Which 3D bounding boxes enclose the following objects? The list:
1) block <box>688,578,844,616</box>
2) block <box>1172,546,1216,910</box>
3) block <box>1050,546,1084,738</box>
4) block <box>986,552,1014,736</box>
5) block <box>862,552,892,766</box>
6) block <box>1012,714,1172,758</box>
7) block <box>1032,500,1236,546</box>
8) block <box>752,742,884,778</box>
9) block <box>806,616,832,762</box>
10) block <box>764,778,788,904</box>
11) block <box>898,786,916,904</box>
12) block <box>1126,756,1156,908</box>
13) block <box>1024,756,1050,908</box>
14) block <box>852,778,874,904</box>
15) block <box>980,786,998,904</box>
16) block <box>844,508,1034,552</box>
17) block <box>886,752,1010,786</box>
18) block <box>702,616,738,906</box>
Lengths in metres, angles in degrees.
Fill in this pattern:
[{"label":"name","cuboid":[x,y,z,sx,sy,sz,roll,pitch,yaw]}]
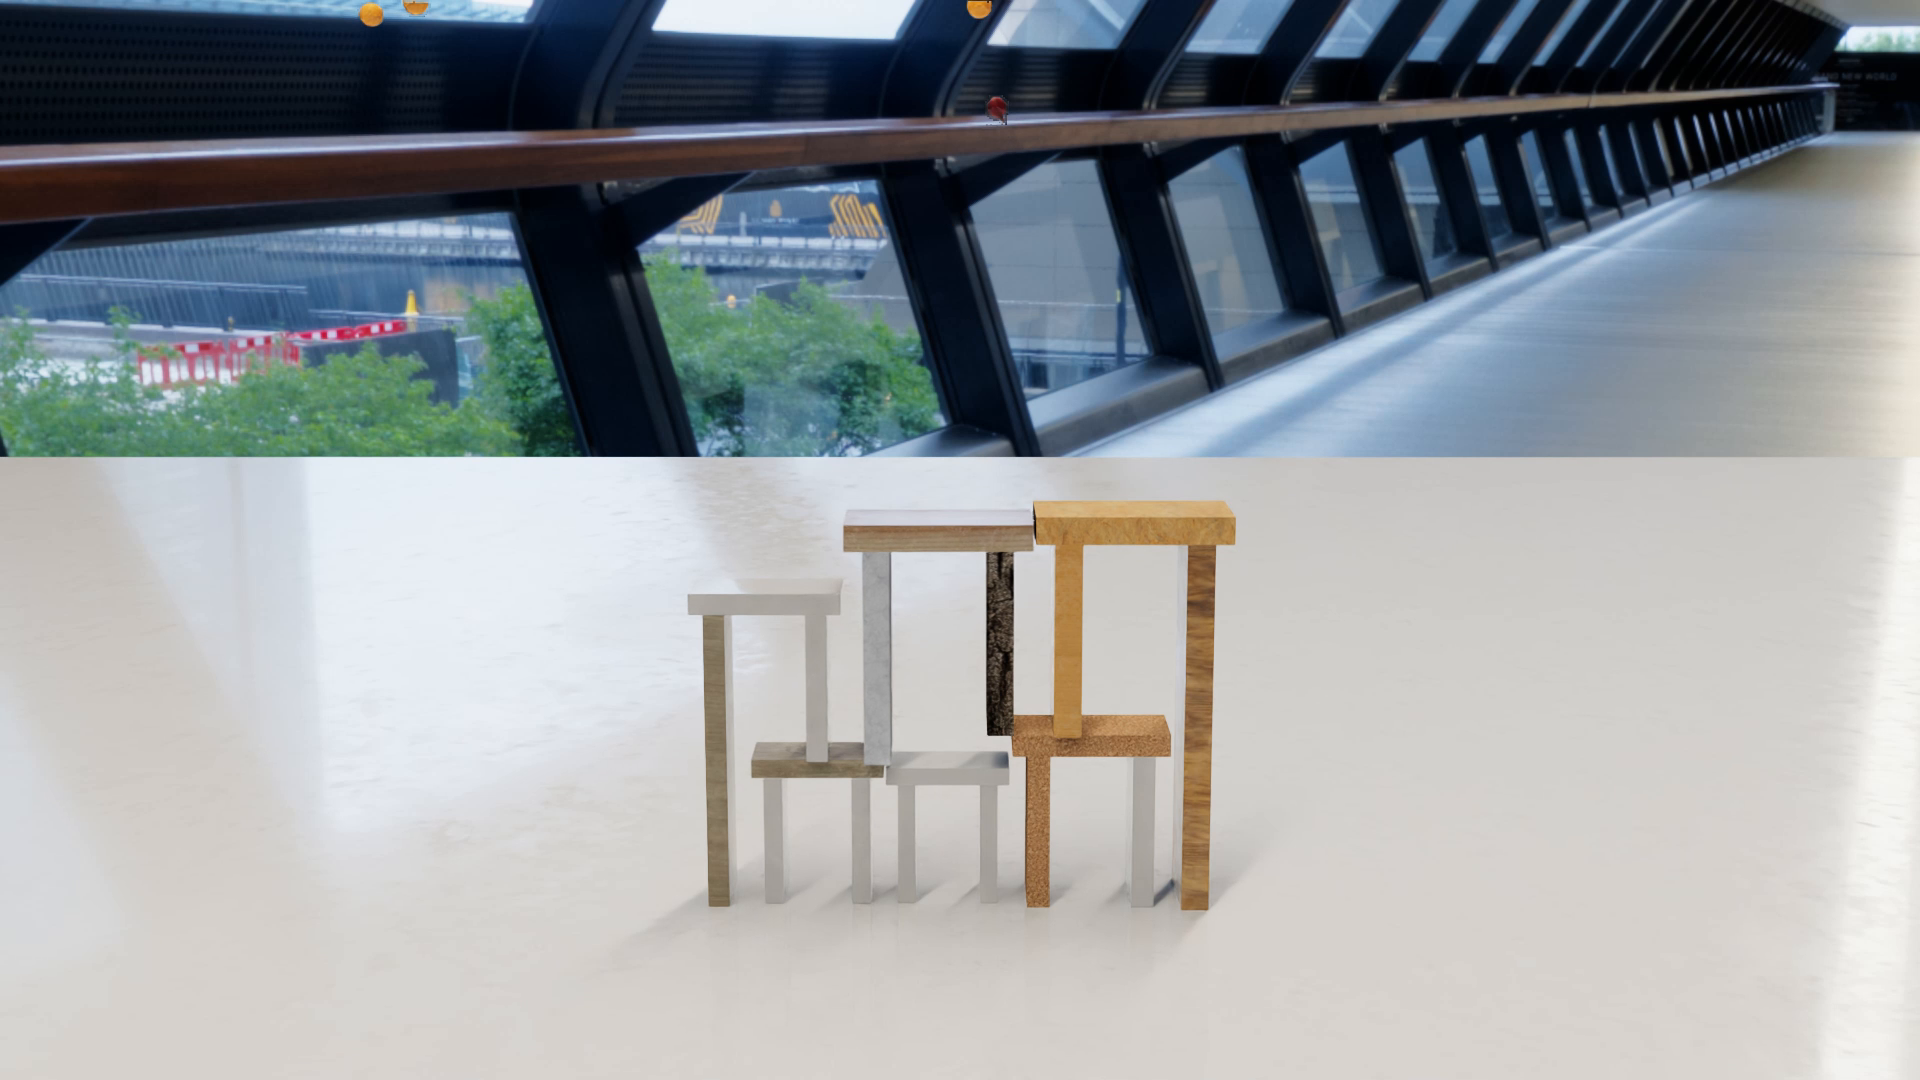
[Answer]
[{"label":"block","cuboid":[-0.313,0.092,3.575,0.244,0.035,0.122,0,11,0]},{"label":"block","cuboid":[0.383,0.292,3.612,0.045,0.607,0.158,0,11,0]},{"label":"block","cuboid":[0.173,0.149,3.585,0.045,0.315,0.157,0,11,0]},{"label":"block","cuboid":[0.065,0.154,3.592,0.043,0.302,0.151,0,11,0]},{"label":"block","cuboid":[-0.135,0.178,3.589,0.043,0.349,0.151,0,11,-1]},{"label":"block","cuboid":[0.213,0.321,3.616,0.256,0.036,0.128,0,11,0]},{"label":"block","cuboid":[0.278,-0.028,3.553,0.315,0.045,0.158,0,11,0]},{"label":"block","cuboid":[-0.233,0.363,3.631,0.215,0.030,0.108,0,11,0]},{"label":"block","cuboid":[-0.232,0.229,3.600,0.035,0.244,0.122,0,11,-1]},{"label":"block","cuboid":[-0.305,0.483,3.654,0.030,0.215,0.108,0,11,0]},{"label":"block","cuboid":[-0.087,0.490,3.655,0.029,0.202,0.101,0,11,0]},{"label":"block","cuboid":[0.299,0.465,3.643,0.036,0.256,0.128,0,11,0]},{"label":"block","cuboid":[0.128,0.465,3.643,0.036,0.256,0.128,0,11,0]},{"label":"block","cuboid":[-0.162,0.483,3.654,0.030,0.215,0.108,0,11,0]},{"label":"block","cuboid":[0.047,0.490,3.655,0.029,0.202,0.101,0,11,0]},{"label":"block","cuboid":[-0.035,-0.016,3.560,0.302,0.043,0.151,0,11,-1]},{"label":"block","cuboid":[-0.020,0.377,3.634,0.202,0.029,0.101,0,11,0]},{"label":"block","cuboid":[-0.395,0.350,3.622,0.035,0.489,0.122,0,11,0]}]
